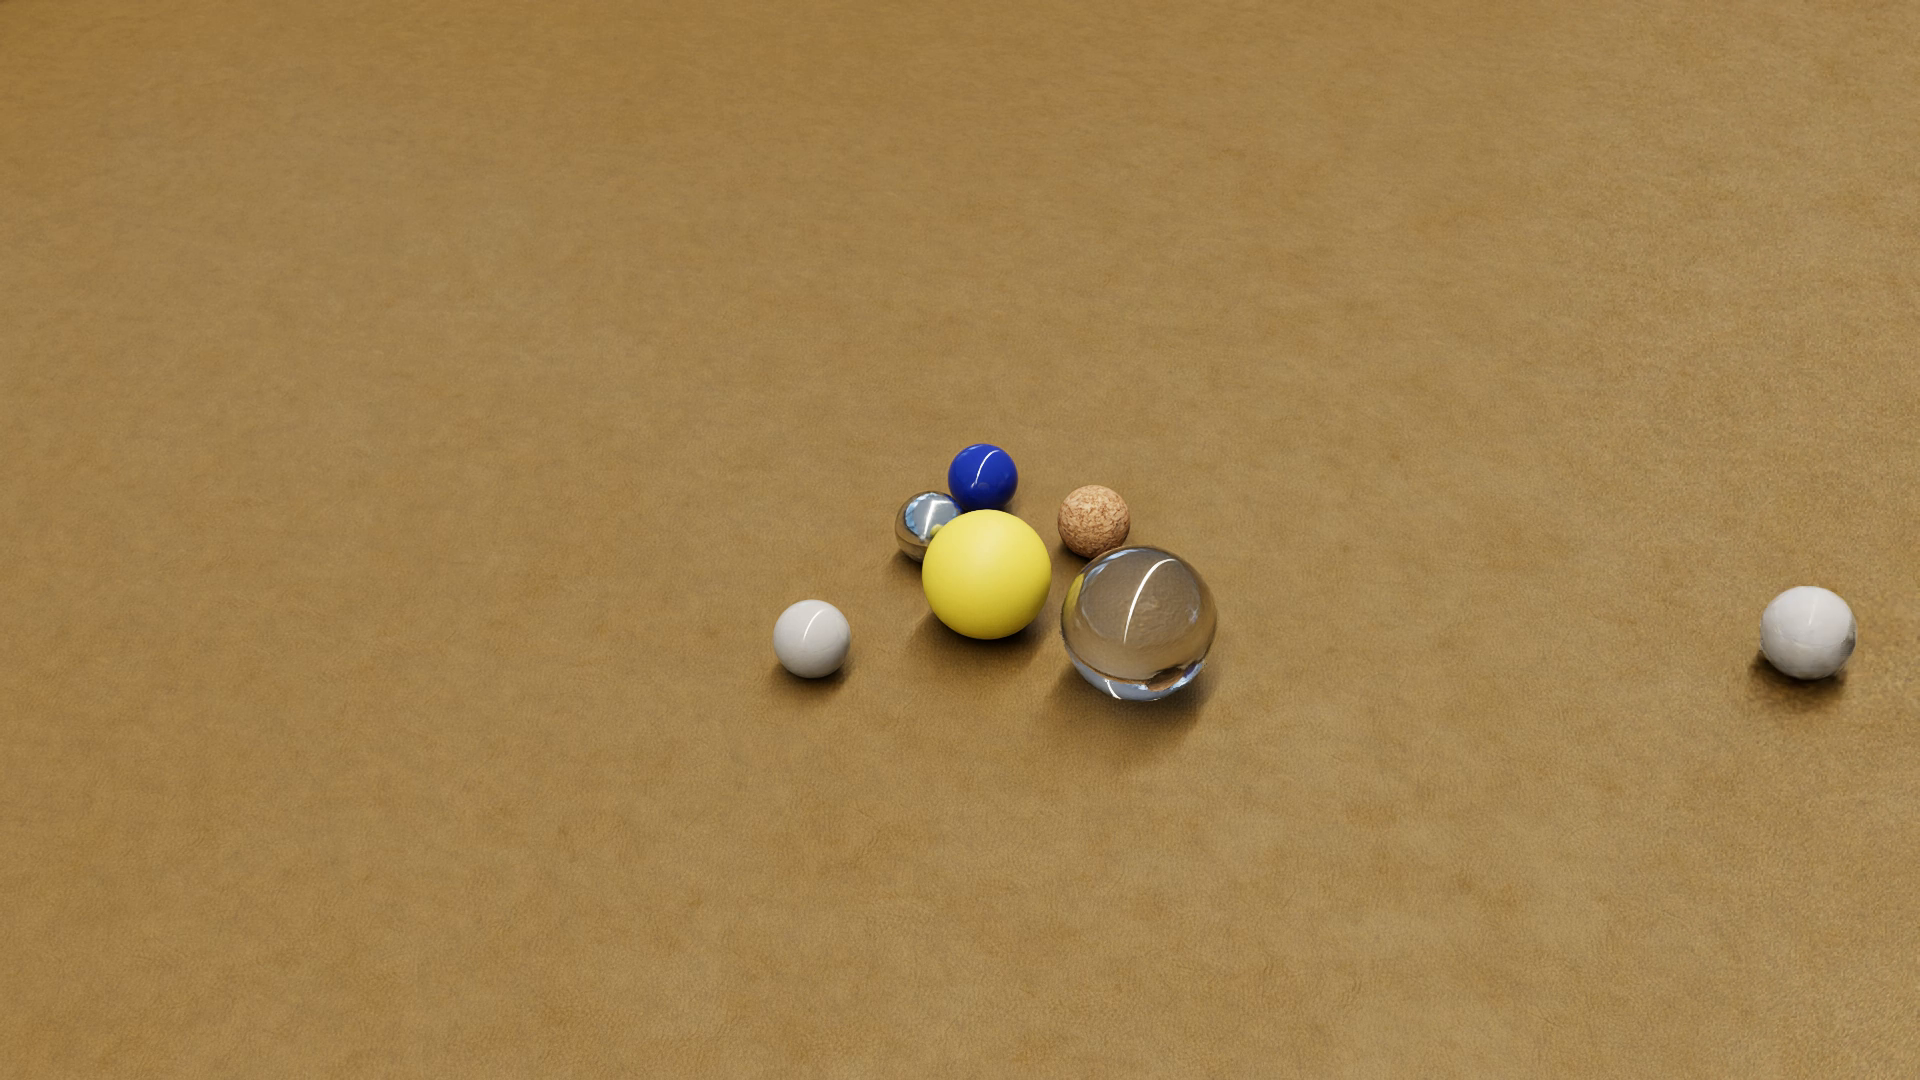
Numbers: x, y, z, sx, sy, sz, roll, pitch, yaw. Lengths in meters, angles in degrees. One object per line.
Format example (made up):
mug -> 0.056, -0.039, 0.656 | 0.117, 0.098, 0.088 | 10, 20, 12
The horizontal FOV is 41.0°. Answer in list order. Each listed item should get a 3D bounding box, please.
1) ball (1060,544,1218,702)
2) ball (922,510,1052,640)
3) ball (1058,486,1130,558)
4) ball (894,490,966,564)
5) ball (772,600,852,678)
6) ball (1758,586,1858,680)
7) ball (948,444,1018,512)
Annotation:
ball -> 0.109, 0.050, 1.561 | 0.096, 0.096, 0.096 | 0, 36, 0
ball -> 0.017, 0.022, 1.612 | 0.082, 0.082, 0.082 | 0, 36, 0
ball -> 0.088, -0.012, 1.687 | 0.048, 0.048, 0.048 | 0, 36, 0
ball -> -0.019, -0.008, 1.682 | 0.049, 0.049, 0.049 | 0, 36, 0
ball -> -0.091, 0.061, 1.586 | 0.049, 0.049, 0.049 | 0, 36, 0
ball -> 0.523, 0.057, 1.583 | 0.058, 0.058, 0.058 | 0, 36, 0
ball -> 0.015, -0.041, 1.727 | 0.048, 0.048, 0.048 | 0, 36, 0
